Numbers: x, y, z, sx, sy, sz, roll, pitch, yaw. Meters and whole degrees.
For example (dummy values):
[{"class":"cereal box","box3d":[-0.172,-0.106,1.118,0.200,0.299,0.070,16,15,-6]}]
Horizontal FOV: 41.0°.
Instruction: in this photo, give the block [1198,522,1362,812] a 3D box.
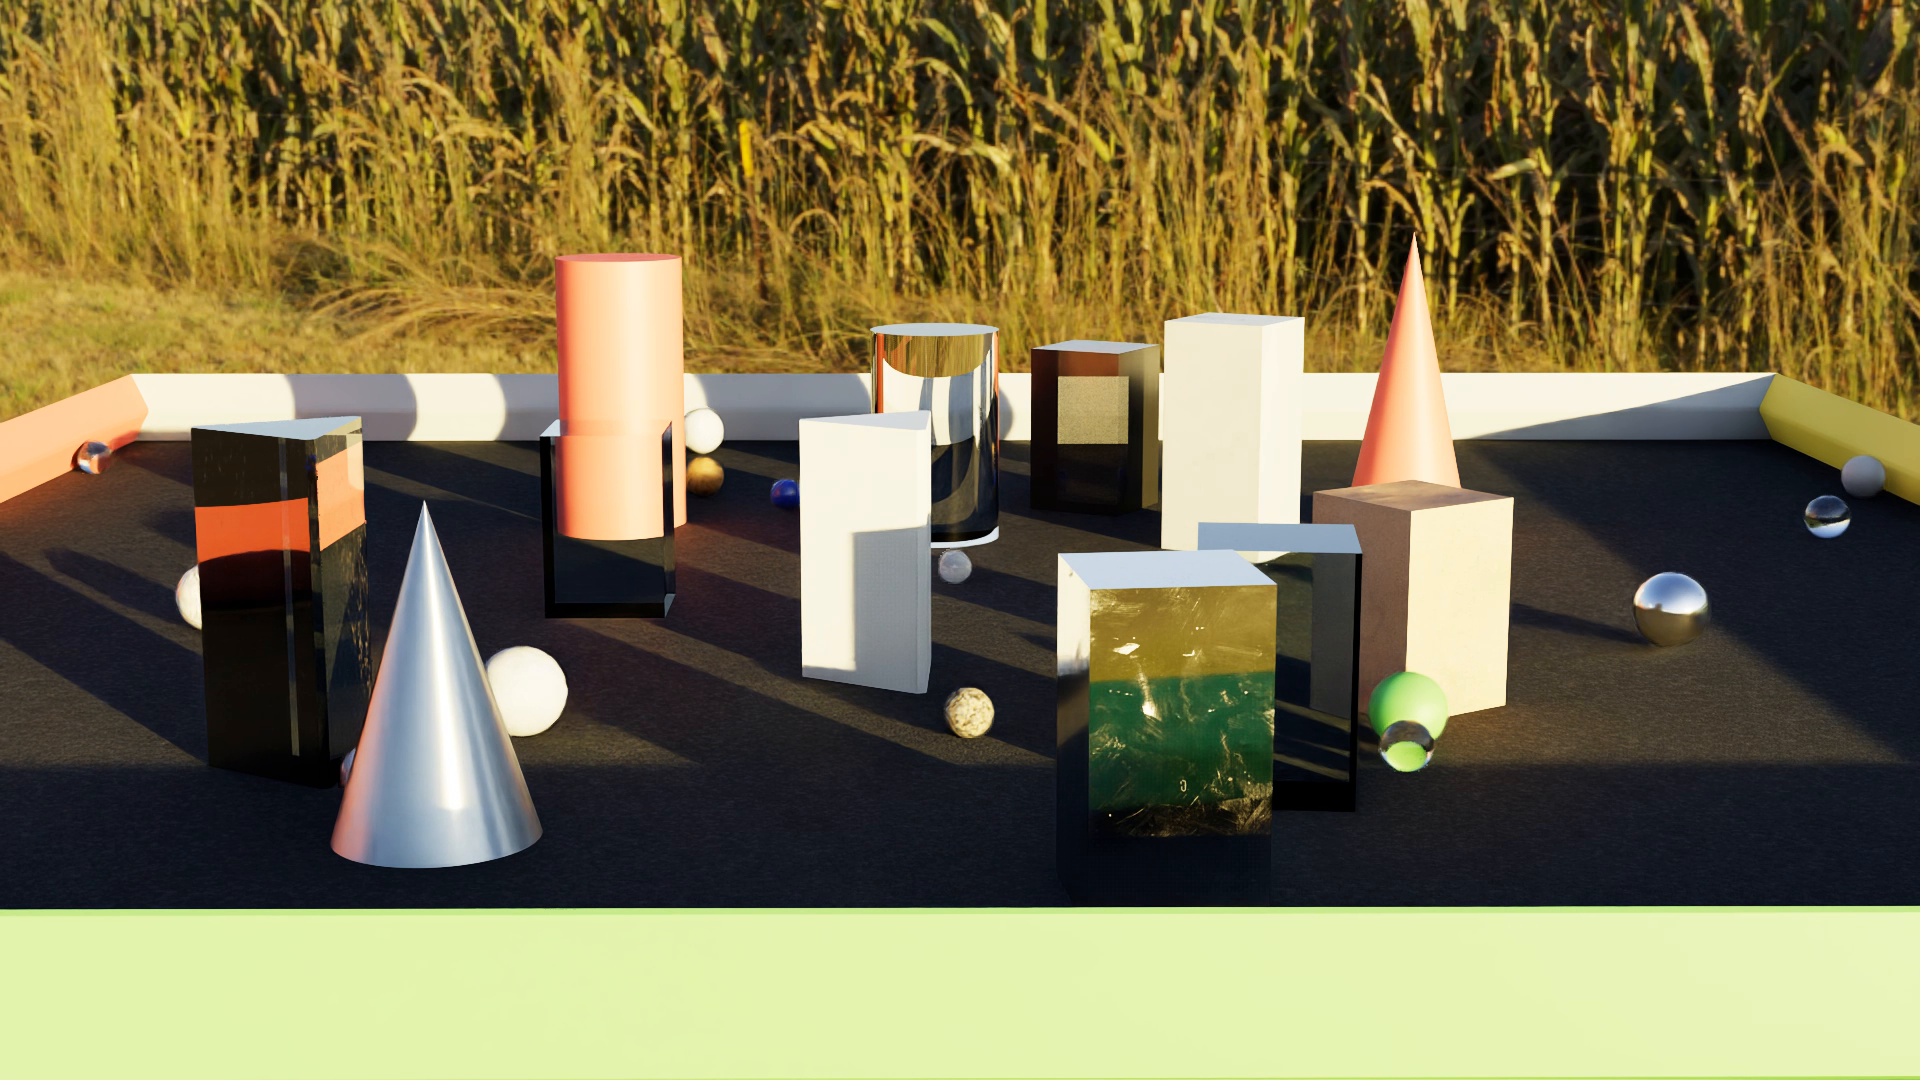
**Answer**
[{"class":"block","box3d":[0.319,0.125,2.599,0.160,0.260,0.160,1,11,5]}]

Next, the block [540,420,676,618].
[{"class":"block","box3d":[-0.475,-0.031,3.482,0.160,0.246,0.160,0,10,-1]}]

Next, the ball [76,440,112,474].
[{"class":"ball","box3d":[-1.562,-0.150,4.633,0.061,0.061,0.061,0,10,0]}]

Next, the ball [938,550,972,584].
[{"class":"ball","box3d":[-0.007,0.038,3.656,0.047,0.047,0.047,0,10,0]}]

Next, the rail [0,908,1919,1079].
[{"class":"rail","box3d":[0.009,0.325,1.872,3.234,0.130,0.045,0,10,0]}]

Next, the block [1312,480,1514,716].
[{"class":"block","box3d":[0.518,0.067,2.959,0.160,0.243,0.160,-7,13,-34]}]

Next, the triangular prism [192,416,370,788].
[{"class":"triangular prism","box3d":[-0.679,0.057,2.693,0.173,0.360,0.150,7,12,32]}]

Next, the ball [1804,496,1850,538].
[{"class":"ball","box3d":[1.351,-0.036,3.997,0.068,0.068,0.068,0,10,0]}]

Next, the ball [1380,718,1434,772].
[{"class":"ball","box3d":[0.467,0.215,2.678,0.056,0.056,0.056,0,10,0]}]

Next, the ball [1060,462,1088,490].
[{"class":"ball","box3d":[0.197,-0.111,4.459,0.049,0.049,0.049,0,10,0]}]

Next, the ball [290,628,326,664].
[{"class":"ball","box3d":[-0.803,0.131,3.160,0.045,0.045,0.045,0,10,0]}]

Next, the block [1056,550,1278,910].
[{"class":"block","box3d":[0.177,0.171,2.254,0.160,0.296,0.160,-1,11,-7]}]

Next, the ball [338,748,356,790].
[{"class":"ball","box3d":[-0.588,0.234,2.560,0.061,0.061,0.061,0,10,0]}]

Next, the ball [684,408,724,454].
[{"class":"ball","box3d":[-0.491,-0.207,4.874,0.086,0.086,0.086,0,10,0]}]

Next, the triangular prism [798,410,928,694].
[{"class":"triangular prism","box3d":[-0.079,0.007,3.094,0.173,0.312,0.150,6,12,31]}]

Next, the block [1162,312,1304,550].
[{"class":"block","box3d":[0.417,-0.164,3.920,0.160,0.348,0.160,6,12,29]}]

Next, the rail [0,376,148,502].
[{"class":"rail","box3d":[-1.593,0.035,3.440,0.045,0.130,3.254,0,10,0]}]

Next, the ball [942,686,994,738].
[{"class":"ball","box3d":[0.009,0.189,2.816,0.055,0.055,0.055,0,10,0]}]

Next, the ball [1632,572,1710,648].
[{"class":"ball","box3d":[0.900,0.089,3.249,0.096,0.096,0.096,0,10,0]}]

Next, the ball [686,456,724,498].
[{"class":"ball","box3d":[-0.438,-0.107,4.380,0.070,0.070,0.070,0,10,0]}]

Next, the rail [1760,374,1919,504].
[{"class":"rail","box3d":[1.593,0.032,3.458,0.045,0.130,3.254,0,10,0]}]

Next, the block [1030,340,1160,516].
[{"class":"block","box3d":[0.225,-0.189,4.278,0.160,0.268,0.160,6,12,29]}]

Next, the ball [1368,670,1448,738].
[{"class":"ball","box3d":[0.483,0.183,2.767,0.084,0.084,0.084,0,10,0]}]

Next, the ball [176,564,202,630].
[{"class":"ball","box3d":[-0.976,0.074,3.346,0.089,0.089,0.089,0,10,0]}]

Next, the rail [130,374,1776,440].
[{"class":"rail","box3d":[-0.009,-0.258,5.025,3.234,0.130,0.045,0,10,0]}]

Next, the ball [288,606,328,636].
[{"class":"ball","box3d":[-0.829,0.109,3.263,0.049,0.049,0.049,0,10,0]}]

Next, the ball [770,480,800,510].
[{"class":"ball","box3d":[-0.288,-0.075,4.255,0.052,0.052,0.052,0,10,0]}]

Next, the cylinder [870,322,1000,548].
[{"class":"cylinder","box3d":[-0.039,-0.166,3.995,0.200,0.325,0.200,0,10,0]}]

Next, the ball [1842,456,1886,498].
[{"class":"ball","box3d":[1.539,-0.107,4.370,0.072,0.072,0.072,0,10,0]}]

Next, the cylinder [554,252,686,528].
[{"class":"cylinder","box3d":[-0.542,-0.239,4.111,0.200,0.426,0.200,0,10,0]}]

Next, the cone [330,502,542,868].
[{"class":"cone","box3d":[-0.501,0.123,2.428,0.200,0.327,0.200,0,10,0]}]

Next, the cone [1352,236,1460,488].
[{"class":"cone","box3d":[0.711,-0.252,4.058,0.200,0.470,0.200,0,10,0]}]

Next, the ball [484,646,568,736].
[{"class":"ball","box3d":[-0.482,0.166,2.818,0.100,0.100,0.100,0,10,0]}]
